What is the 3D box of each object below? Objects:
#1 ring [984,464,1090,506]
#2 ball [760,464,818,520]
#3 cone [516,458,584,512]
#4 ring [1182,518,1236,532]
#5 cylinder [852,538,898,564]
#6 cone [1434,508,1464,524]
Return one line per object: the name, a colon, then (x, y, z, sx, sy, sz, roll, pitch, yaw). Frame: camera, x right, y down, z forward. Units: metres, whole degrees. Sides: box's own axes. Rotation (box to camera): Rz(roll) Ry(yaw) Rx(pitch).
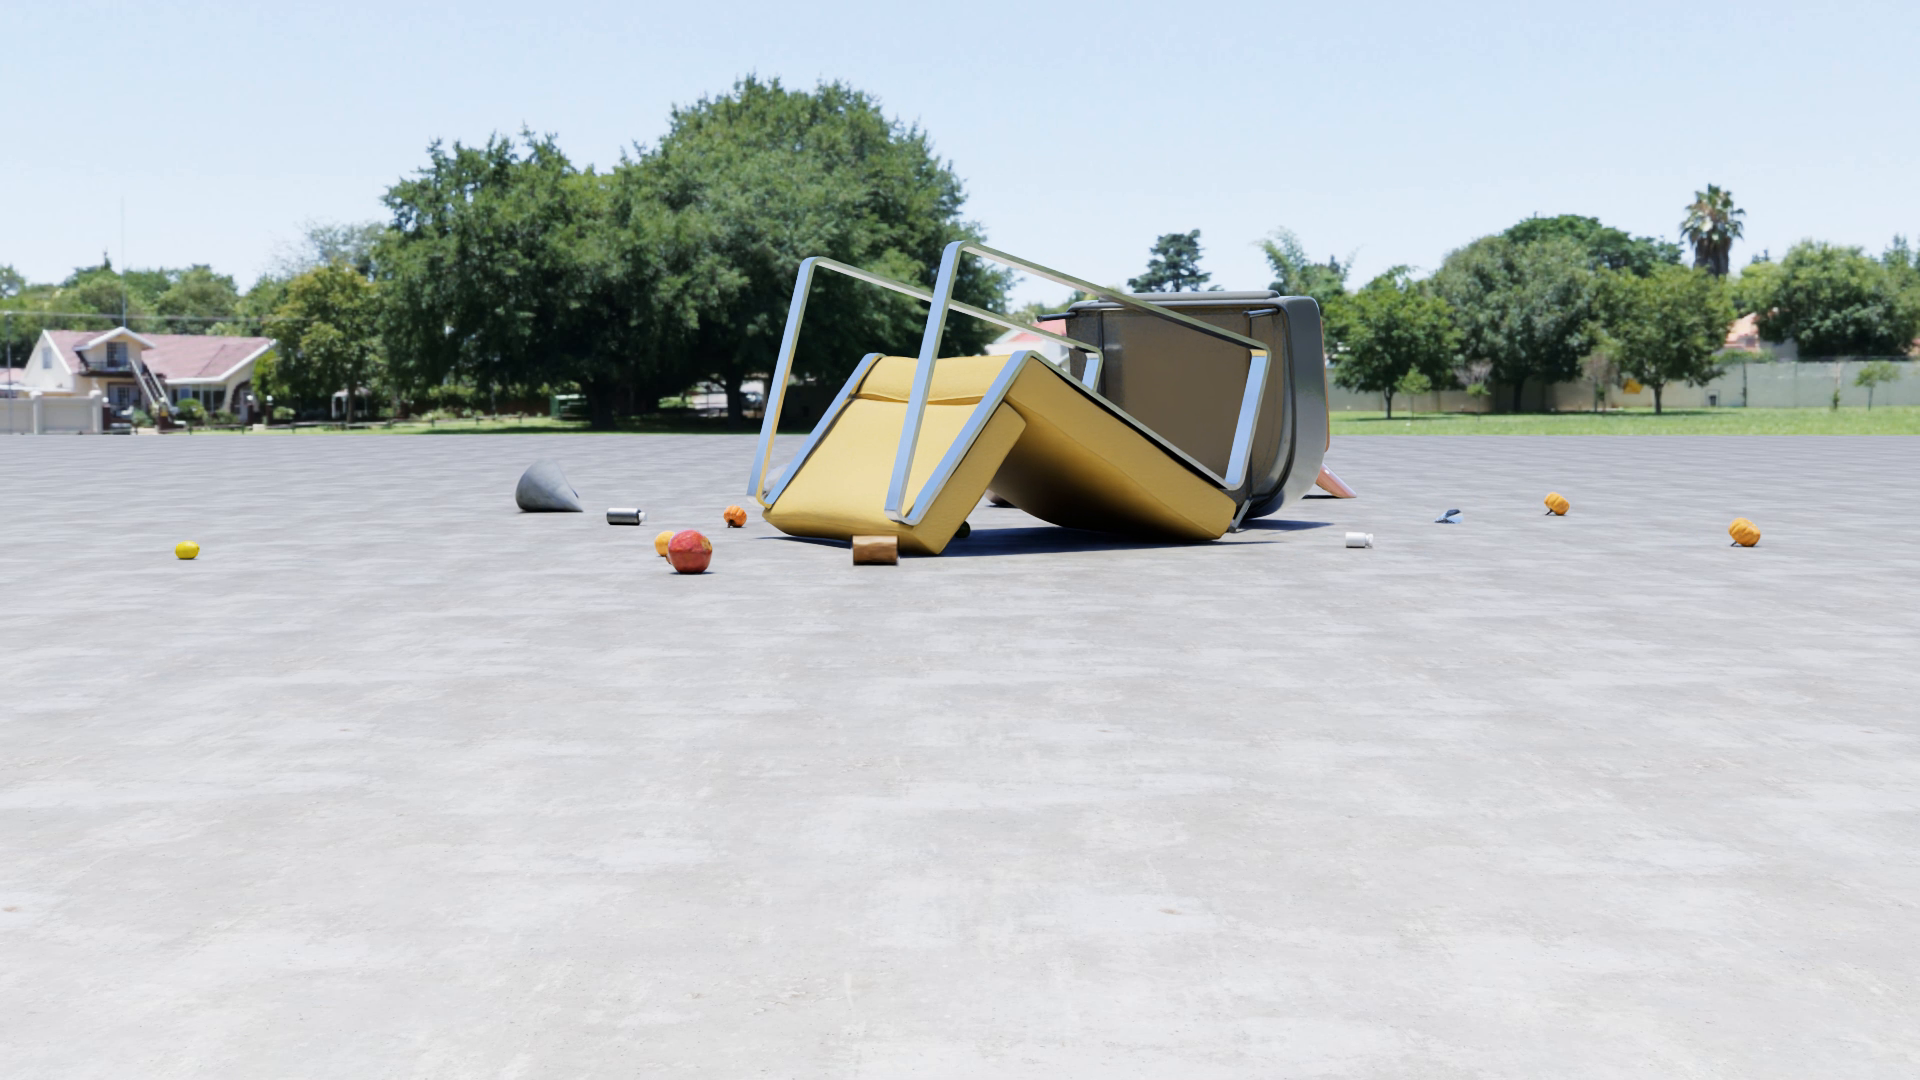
ring: (0.294, -0.209, 8.415, 0.441, 0.105, 0.373, -12, -10, 40)
ball: (-0.582, -0.161, 7.486, 0.193, 0.193, 0.193, 0, 4, 0)
cone: (-1.459, -0.152, 8.049, 0.228, 0.213, 0.255, 29, 5, 20)
ring: (0.786, -0.047, 6.937, 0.165, 0.042, 0.200, 2, 5, 32)
cylinder: (-0.218, 0.027, 5.634, 0.112, 0.068, 0.074, 0, -38, -2)
cone: (1.624, -0.070, 7.395, 0.087, 0.050, 0.128, -17, -7, 39)
